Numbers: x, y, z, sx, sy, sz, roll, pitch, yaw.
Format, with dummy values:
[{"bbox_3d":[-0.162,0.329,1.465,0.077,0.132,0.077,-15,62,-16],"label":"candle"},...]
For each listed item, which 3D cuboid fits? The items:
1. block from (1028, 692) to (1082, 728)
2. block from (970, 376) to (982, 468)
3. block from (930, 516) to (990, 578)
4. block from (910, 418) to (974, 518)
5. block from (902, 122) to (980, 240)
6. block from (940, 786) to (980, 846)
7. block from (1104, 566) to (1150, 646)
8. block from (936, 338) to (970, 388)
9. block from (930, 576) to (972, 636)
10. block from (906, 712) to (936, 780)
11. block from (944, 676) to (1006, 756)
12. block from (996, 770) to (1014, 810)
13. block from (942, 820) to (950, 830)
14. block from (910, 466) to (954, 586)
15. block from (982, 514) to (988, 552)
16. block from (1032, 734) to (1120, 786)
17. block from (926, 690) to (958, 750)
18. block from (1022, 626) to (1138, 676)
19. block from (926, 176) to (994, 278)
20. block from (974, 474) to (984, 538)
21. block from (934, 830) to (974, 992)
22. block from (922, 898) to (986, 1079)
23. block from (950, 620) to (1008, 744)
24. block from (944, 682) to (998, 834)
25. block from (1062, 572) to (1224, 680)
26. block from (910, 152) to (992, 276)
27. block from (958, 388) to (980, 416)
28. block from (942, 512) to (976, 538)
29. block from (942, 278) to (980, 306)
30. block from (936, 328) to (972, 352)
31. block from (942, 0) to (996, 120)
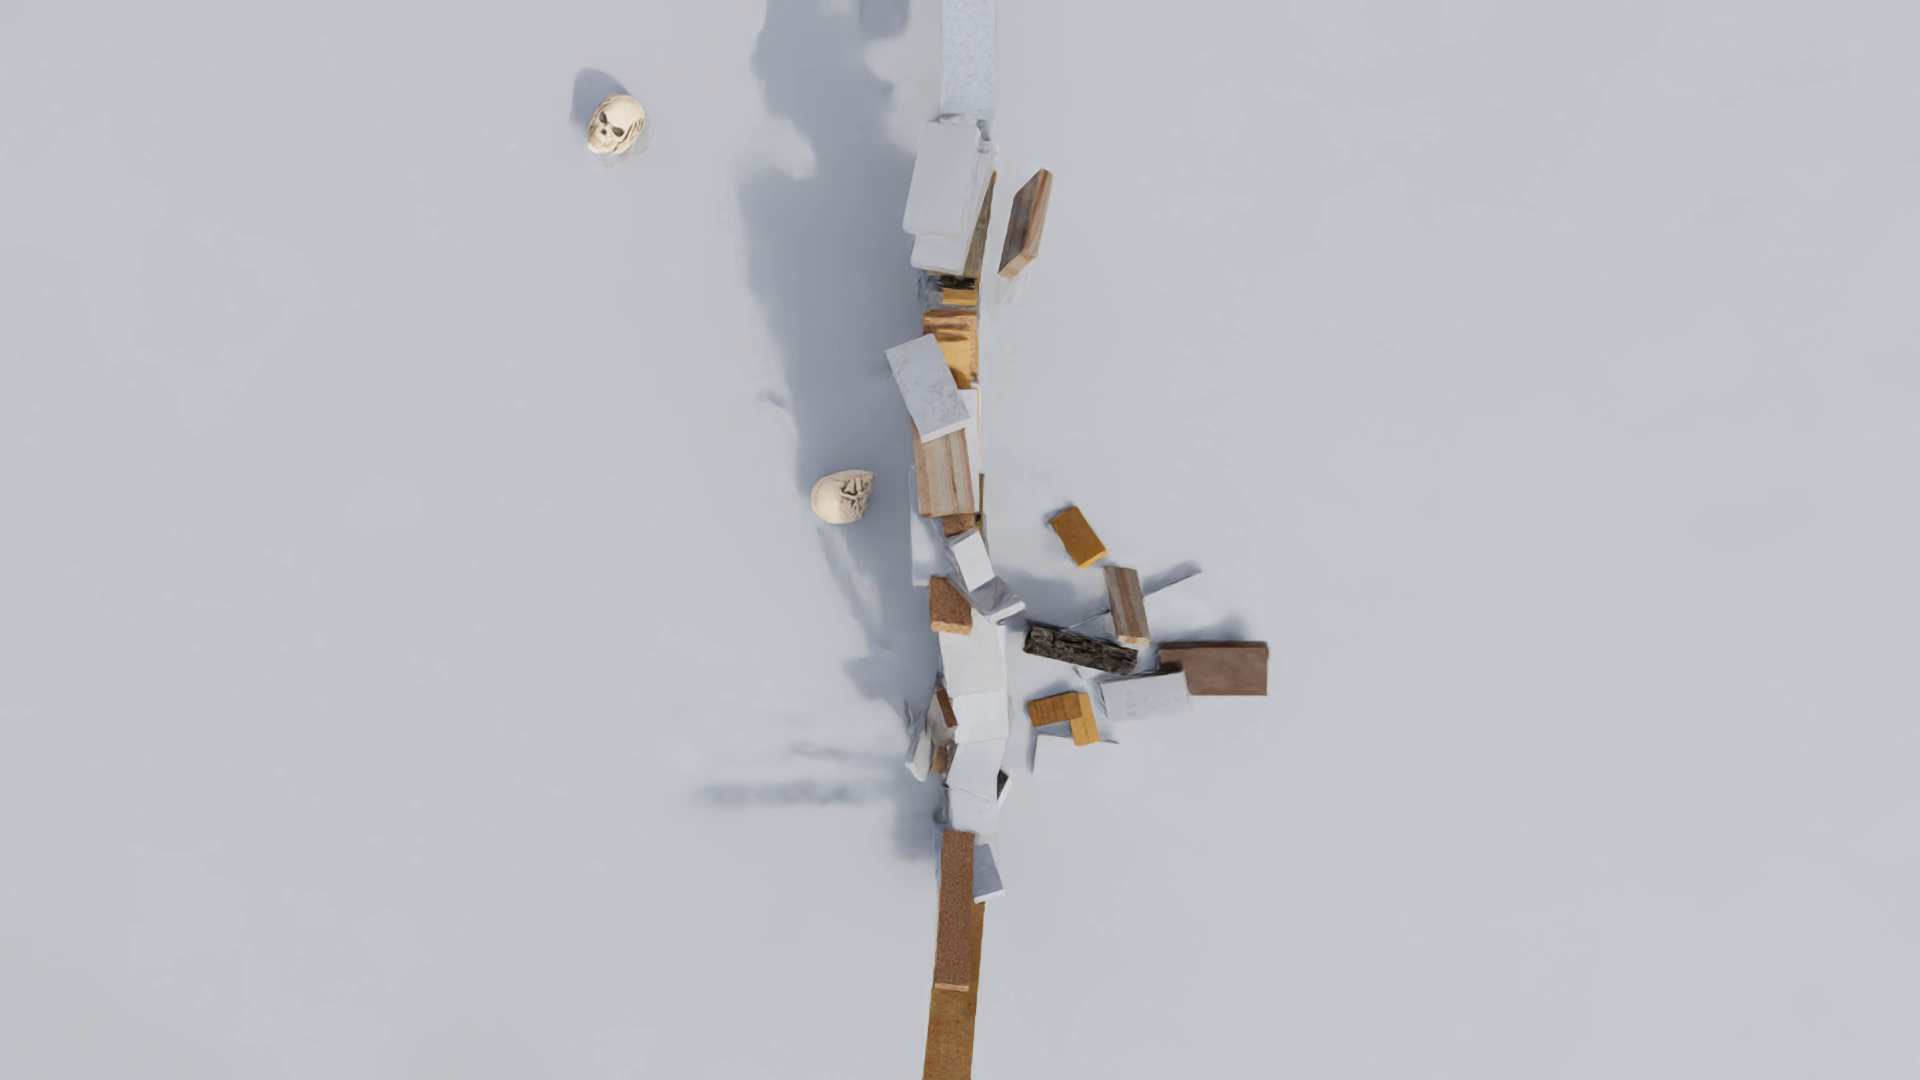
[{"bbox_3d":[0.313,0.563,5.464,0.165,0.023,0.082,-13,73,10],"label":"block"},{"bbox_3d":[-0.014,-0.361,5.109,0.153,0.043,0.307,-2,127,-1],"label":"block"},{"bbox_3d":[0.000,-0.005,4.833,0.103,0.029,0.207,-25,91,-6],"label":"block"},{"bbox_3d":[-0.052,-0.225,4.770,0.153,0.043,0.307,-7,76,-1],"label":"block"},{"bbox_3d":[-0.054,-1.055,4.833,0.165,0.047,0.330,9,81,13],"label":"block"},{"bbox_3d":[-0.001,1.026,5.395,0.133,0.038,0.438,1,67,-1],"label":"block"},{"bbox_3d":[0.540,0.210,5.345,0.104,0.350,0.029,8,127,-10],"label":"block"},{"bbox_3d":[-0.048,-0.443,4.953,0.160,0.045,0.320,-3,110,0],"label":"block"},{"bbox_3d":[-0.028,0.192,4.834,0.117,0.233,0.033,9,121,-8],"label":"block"},{"bbox_3d":[-0.119,0.661,5.286,0.028,0.098,0.196,-6,47,26],"label":"block"},{"bbox_3d":[0.046,0.557,5.341,0.152,0.043,0.304,-7,82,-13],"label":"block"},{"bbox_3d":[0.118,0.848,5.458,0.023,0.082,0.165,26,90,-25],"label":"block"},{"bbox_3d":[-0.013,0.950,5.350,0.048,0.014,0.095,-24,72,-25],"label":"block"},{"bbox_3d":[-0.056,-0.044,4.947,0.179,0.051,0.358,-2,99,-1],"label":"block"},{"bbox_3d":[0.003,0.080,5.074,0.174,0.049,0.348,-3,57,-1],"label":"block"},{"bbox_3d":[0.386,0.728,5.481,0.274,0.039,0.137,7,90,0],"label":"block"},{"bbox_3d":[-0.058,0.559,5.110,0.033,0.319,0.117,-16,74,-12],"label":"block"},{"bbox_3d":[0.389,0.361,5.355,0.347,0.174,0.049,13,73,-2],"label":"block"},{"bbox_3d":[0.001,-0.946,4.954,0.160,0.045,0.320,5,72,10],"label":"block"},{"bbox_3d":[-0.007,-0.075,5.118,0.153,0.043,0.307,1,54,2],"label":"block"},{"bbox_3d":[-0.015,1.129,5.073,0.098,0.569,0.028,8,131,-4],"label":"block"},{"bbox_3d":[-0.027,1.449,4.867,0.137,0.039,0.979,8,45,-1],"label":"block"},{"bbox_3d":[0.056,0.445,5.176,0.174,0.049,0.384,-6,109,-10],"label":"block"},{"bbox_3d":[0.036,0.702,5.363,0.152,0.043,0.496,-1,82,-12],"label":"block"},{"bbox_3d":[0.605,0.284,5.475,0.512,0.049,0.174,-23,90,0],"label":"block"},{"bbox_3d":[-0.026,-0.970,4.859,0.153,0.043,0.365,12,82,13],"label":"block"},{"bbox_3d":[-0.034,-0.278,4.954,0.179,0.051,0.358,0,108,-1],"label":"block"},{"bbox_3d":[-0.016,-0.106,4.803,0.092,0.026,0.184,-12,72,-2],"label":"block"},{"bbox_3d":[0.014,-0.850,5.024,0.104,0.029,0.298,3,65,6],"label":"block"},{"bbox_3d":[-0.024,-0.532,4.960,0.103,0.029,0.207,2,110,-1],"label":"block"},{"bbox_3d":[0.028,-1.867,5.220,0.165,0.047,1.137,0,78,2],"label":"block"}]
